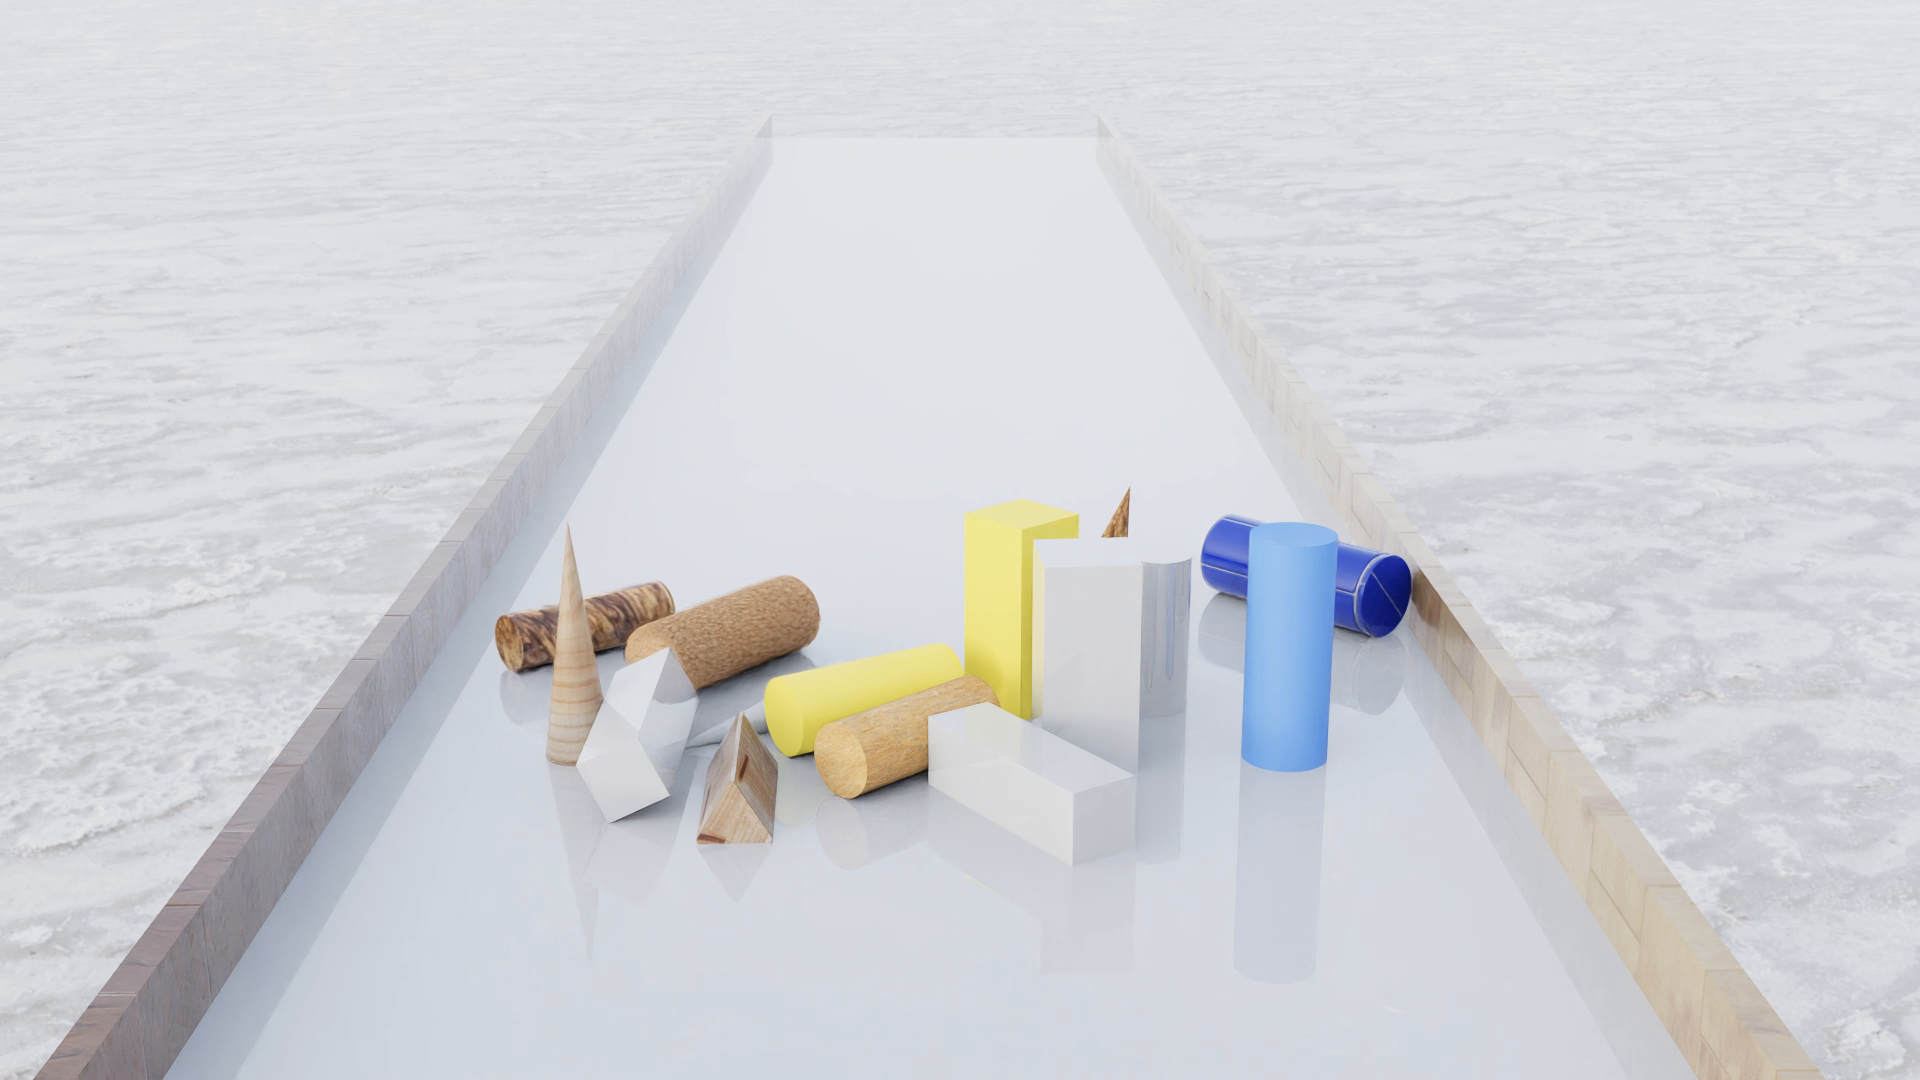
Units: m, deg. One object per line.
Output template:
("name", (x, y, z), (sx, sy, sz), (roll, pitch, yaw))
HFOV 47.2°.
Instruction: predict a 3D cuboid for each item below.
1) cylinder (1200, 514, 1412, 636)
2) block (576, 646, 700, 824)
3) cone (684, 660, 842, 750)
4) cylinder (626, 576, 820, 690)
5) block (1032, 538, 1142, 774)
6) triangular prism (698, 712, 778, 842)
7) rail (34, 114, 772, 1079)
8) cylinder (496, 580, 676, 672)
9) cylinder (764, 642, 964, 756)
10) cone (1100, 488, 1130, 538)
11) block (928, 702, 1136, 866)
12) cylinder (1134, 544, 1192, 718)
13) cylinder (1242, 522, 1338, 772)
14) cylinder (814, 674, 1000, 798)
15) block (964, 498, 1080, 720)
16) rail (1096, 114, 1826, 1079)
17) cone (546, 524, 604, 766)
("cylinder", (0.732, 0.071, 4.683), (0.173, 0.173, 0.430), (-15, 22, -41))
("block", (-0.557, 0.332, 3.841), (0.115, 0.115, 0.452), (-25, 15, 7))
("cone", (-0.375, 0.329, 4.029), (0.384, 0.103, 0.103), (-19, 24, -29))
("cylinder", (-0.460, 0.190, 4.319), (0.153, 0.153, 0.394), (12, 20, 35))
("block", (0.220, 0.204, 3.869), (0.168, 0.383, 0.168), (-1, 17, -5))
("triangular prism", (-0.375, 0.395, 3.706), (0.121, 0.104, 0.317), (-1, 17, -3))
("rail", (-1.118, -0.838, 7.780), (0.050, 0.150, 12.000), (0, 17, -1))
("cylinder", (-0.754, 0.172, 4.450), (0.353, 0.113, 0.113), (-13, 21, -38))
("cylinder", (-0.171, 0.288, 4.006), (0.344, 0.143, 0.143), (-11, 20, -32))
("cone", (0.278, 0.059, 4.201), (0.162, 0.449, 0.162), (7, 43, -6))
("block", (0.113, 0.400, 3.662), (0.125, 0.125, 0.407), (-11, 20, -33))
("cylinder", (0.370, 0.170, 4.128), (0.121, 0.301, 0.121), (0, 17, 0))
("cylinder", (0.579, 0.188, 3.871), (0.152, 0.413, 0.152), (0, 17, 0))
("cylinder", (-0.087, 0.341, 3.845), (0.133, 0.133, 0.331), (16, 23, 42))
("block", (0.115, 0.129, 4.139), (0.151, 0.372, 0.151), (-15, 22, -41))
("rail", (0.932, -0.844, 7.801), (0.050, 0.150, 12.000), (0, 17, -1))
("cone", (-0.681, 0.173, 3.878), (0.122, 0.437, 0.122), (0, 17, 0))
